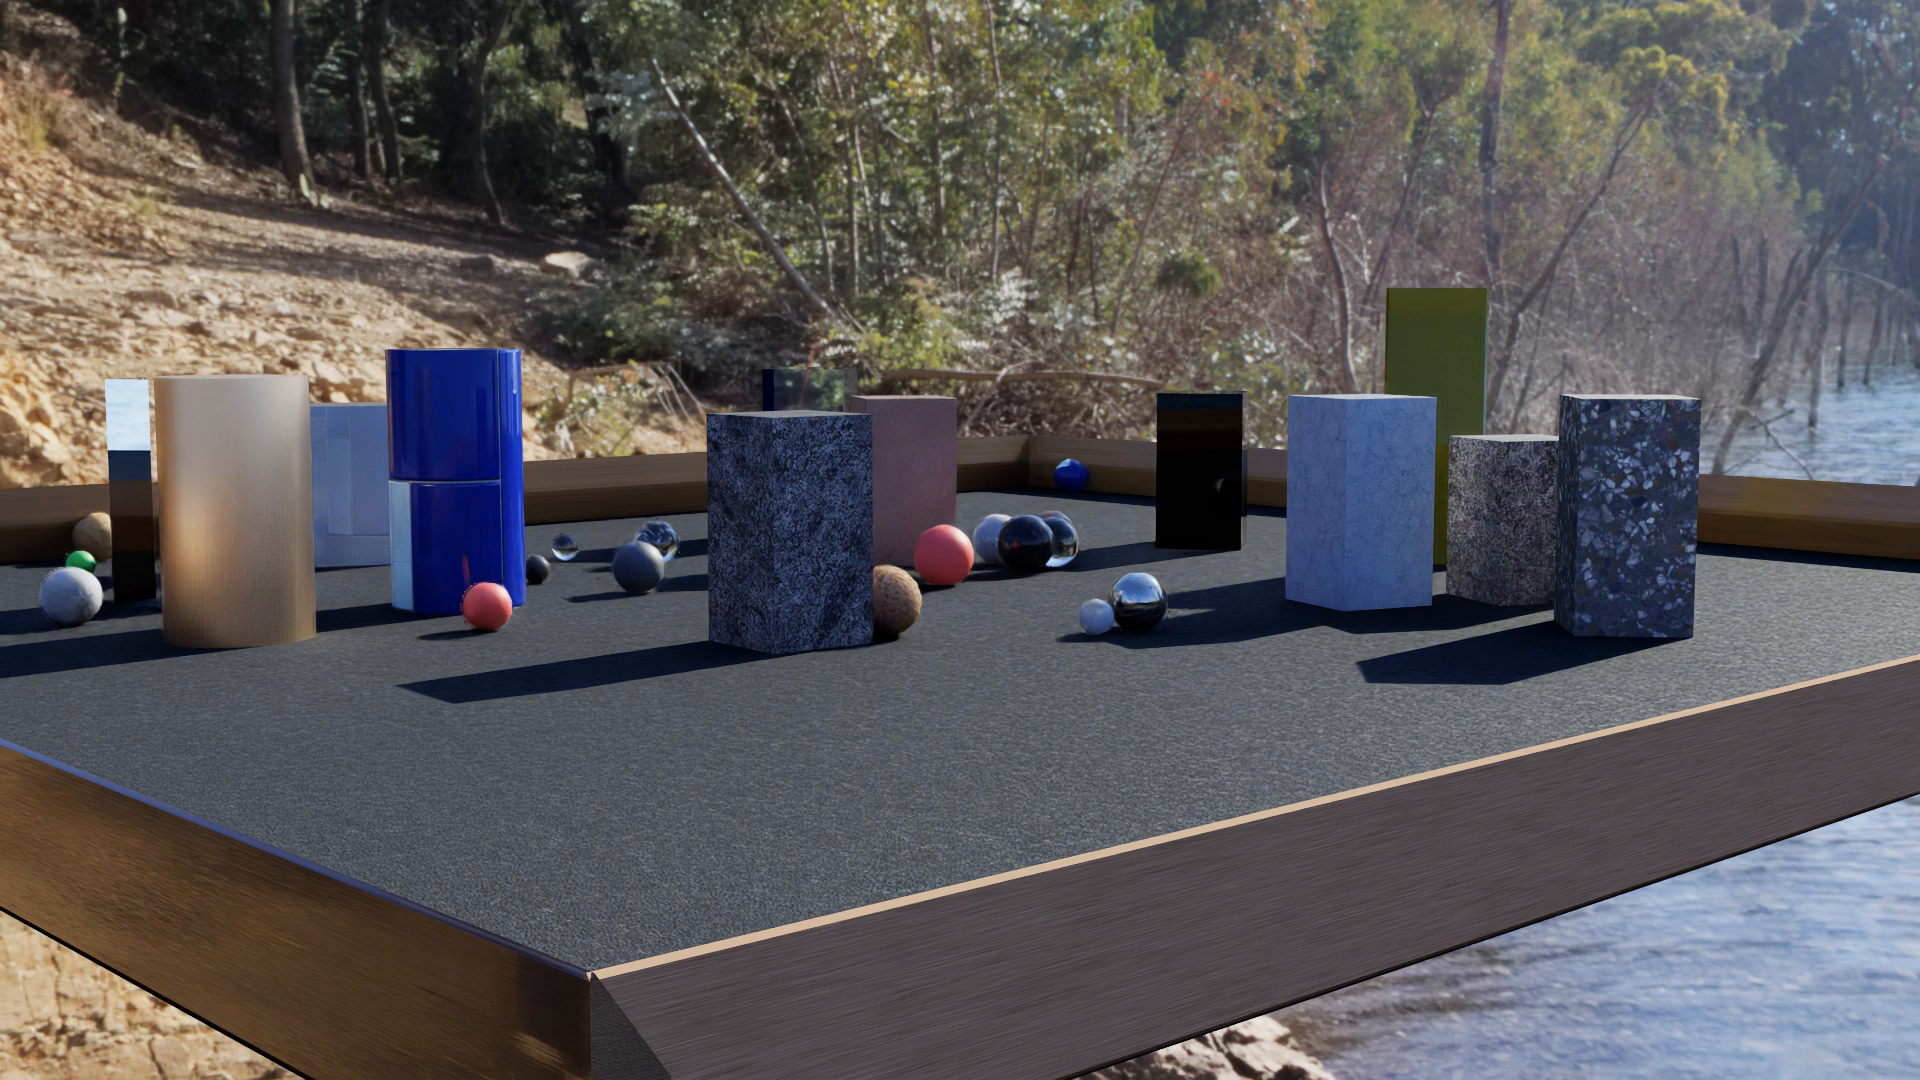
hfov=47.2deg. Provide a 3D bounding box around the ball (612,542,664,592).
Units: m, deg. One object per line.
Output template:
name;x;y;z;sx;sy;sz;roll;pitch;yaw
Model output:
ball;-0.509;0.043;3.483;0.082;0.082;0.082;0;6;0

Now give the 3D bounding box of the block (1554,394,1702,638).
block;0.931;-0.037;3.077;0.159;0.326;0.159;1;6;5

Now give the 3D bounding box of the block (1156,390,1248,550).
block;0.462;-0.136;4.183;0.159;0.292;0.159;1;6;11

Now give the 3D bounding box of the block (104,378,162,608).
block;-1.182;-0.076;3.369;0.159;0.342;0.159;3;7;25

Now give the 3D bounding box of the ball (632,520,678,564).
ball;-0.533;0.005;3.856;0.080;0.080;0.080;0;6;0

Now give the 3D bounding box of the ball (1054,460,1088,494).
ball;0.272;-0.157;5.391;0.083;0.083;0.083;0;6;0

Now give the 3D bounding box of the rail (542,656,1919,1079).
rail;1.046;0.151;2.204;3.369;0.129;0.045;-5;8;-42

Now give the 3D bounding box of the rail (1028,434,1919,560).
rail;1.221;-0.083;4.452;0.045;0.129;3.133;-5;8;-42

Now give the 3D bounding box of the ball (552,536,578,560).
ball;-0.707;0.014;3.940;0.045;0.045;0.045;0;6;0

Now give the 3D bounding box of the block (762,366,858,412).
block;-0.295;-0.174;4.355;0.159;0.332;0.159;1;6;7

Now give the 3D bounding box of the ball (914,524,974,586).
ball;-0.027;0.025;3.573;0.099;0.099;0.099;0;6;0

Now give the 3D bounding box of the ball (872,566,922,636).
ball;-0.101;0.084;3.015;0.097;0.097;0.097;0;6;0

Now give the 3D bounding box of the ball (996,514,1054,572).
ball;0.112;0.006;3.753;0.100;0.100;0.100;0;6;0

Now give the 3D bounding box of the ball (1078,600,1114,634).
ball;0.188;0.106;3.032;0.049;0.049;0.049;0;6;0

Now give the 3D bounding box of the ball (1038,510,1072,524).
ball;0.169;-0.015;4.053;0.079;0.079;0.079;0;6;0

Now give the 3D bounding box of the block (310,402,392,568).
block;-1.077;-0.102;3.919;0.159;0.280;0.159;-2;6;-20

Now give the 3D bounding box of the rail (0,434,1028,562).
rail;-1.046;-0.084;4.460;3.369;0.129;0.045;-5;8;-42

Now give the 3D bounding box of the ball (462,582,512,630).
ball;-0.660;0.093;3.071;0.068;0.068;0.068;0;6;0

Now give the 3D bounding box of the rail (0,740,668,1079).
rail;-1.221;0.150;2.211;0.045;0.129;3.133;-5;8;-42

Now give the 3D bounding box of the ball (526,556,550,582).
ball;-0.696;0.048;3.612;0.046;0.046;0.046;0;6;0

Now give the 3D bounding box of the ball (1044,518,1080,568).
ball;0.164;0.004;3.831;0.087;0.087;0.087;0;6;0

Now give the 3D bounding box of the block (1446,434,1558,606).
block;0.869;-0.034;3.416;0.159;0.249;0.159;-2;6;-17

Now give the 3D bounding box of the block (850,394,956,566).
block;-0.102;-0.108;3.918;0.159;0.292;0.159;-1;6;-14

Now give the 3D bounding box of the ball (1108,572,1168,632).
ball;0.247;0.086;3.062;0.084;0.084;0.084;0;6;0

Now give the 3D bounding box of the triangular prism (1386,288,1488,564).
triangular prism;0.844;-0.206;3.928;0.172;0.484;0.149;1;6;9

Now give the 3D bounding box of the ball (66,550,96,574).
ball;-1.470;0.041;3.675;0.047;0.047;0.047;0;6;0

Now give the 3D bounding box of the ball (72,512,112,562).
ball;-1.539;-0.006;3.927;0.087;0.087;0.087;0;6;0

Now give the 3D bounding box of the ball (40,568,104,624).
ball;-1.263;0.080;3.128;0.082;0.082;0.082;0;6;0

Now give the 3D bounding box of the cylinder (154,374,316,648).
cylinder;-0.985;-0.044;2.993;0.199;0.356;0.199;0;6;0

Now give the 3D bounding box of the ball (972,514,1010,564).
ball;0.067;-0.002;3.874;0.089;0.089;0.089;0;6;0

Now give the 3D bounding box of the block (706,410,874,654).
block;-0.229;-0.016;2.956;0.159;0.308;0.159;-5;8;-39

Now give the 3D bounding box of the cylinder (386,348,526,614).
cylinder;-0.760;-0.094;3.320;0.199;0.387;0.199;0;6;0

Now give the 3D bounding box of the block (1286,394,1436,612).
block;0.611;-0.062;3.360;0.159;0.315;0.159;-3;7;-24
